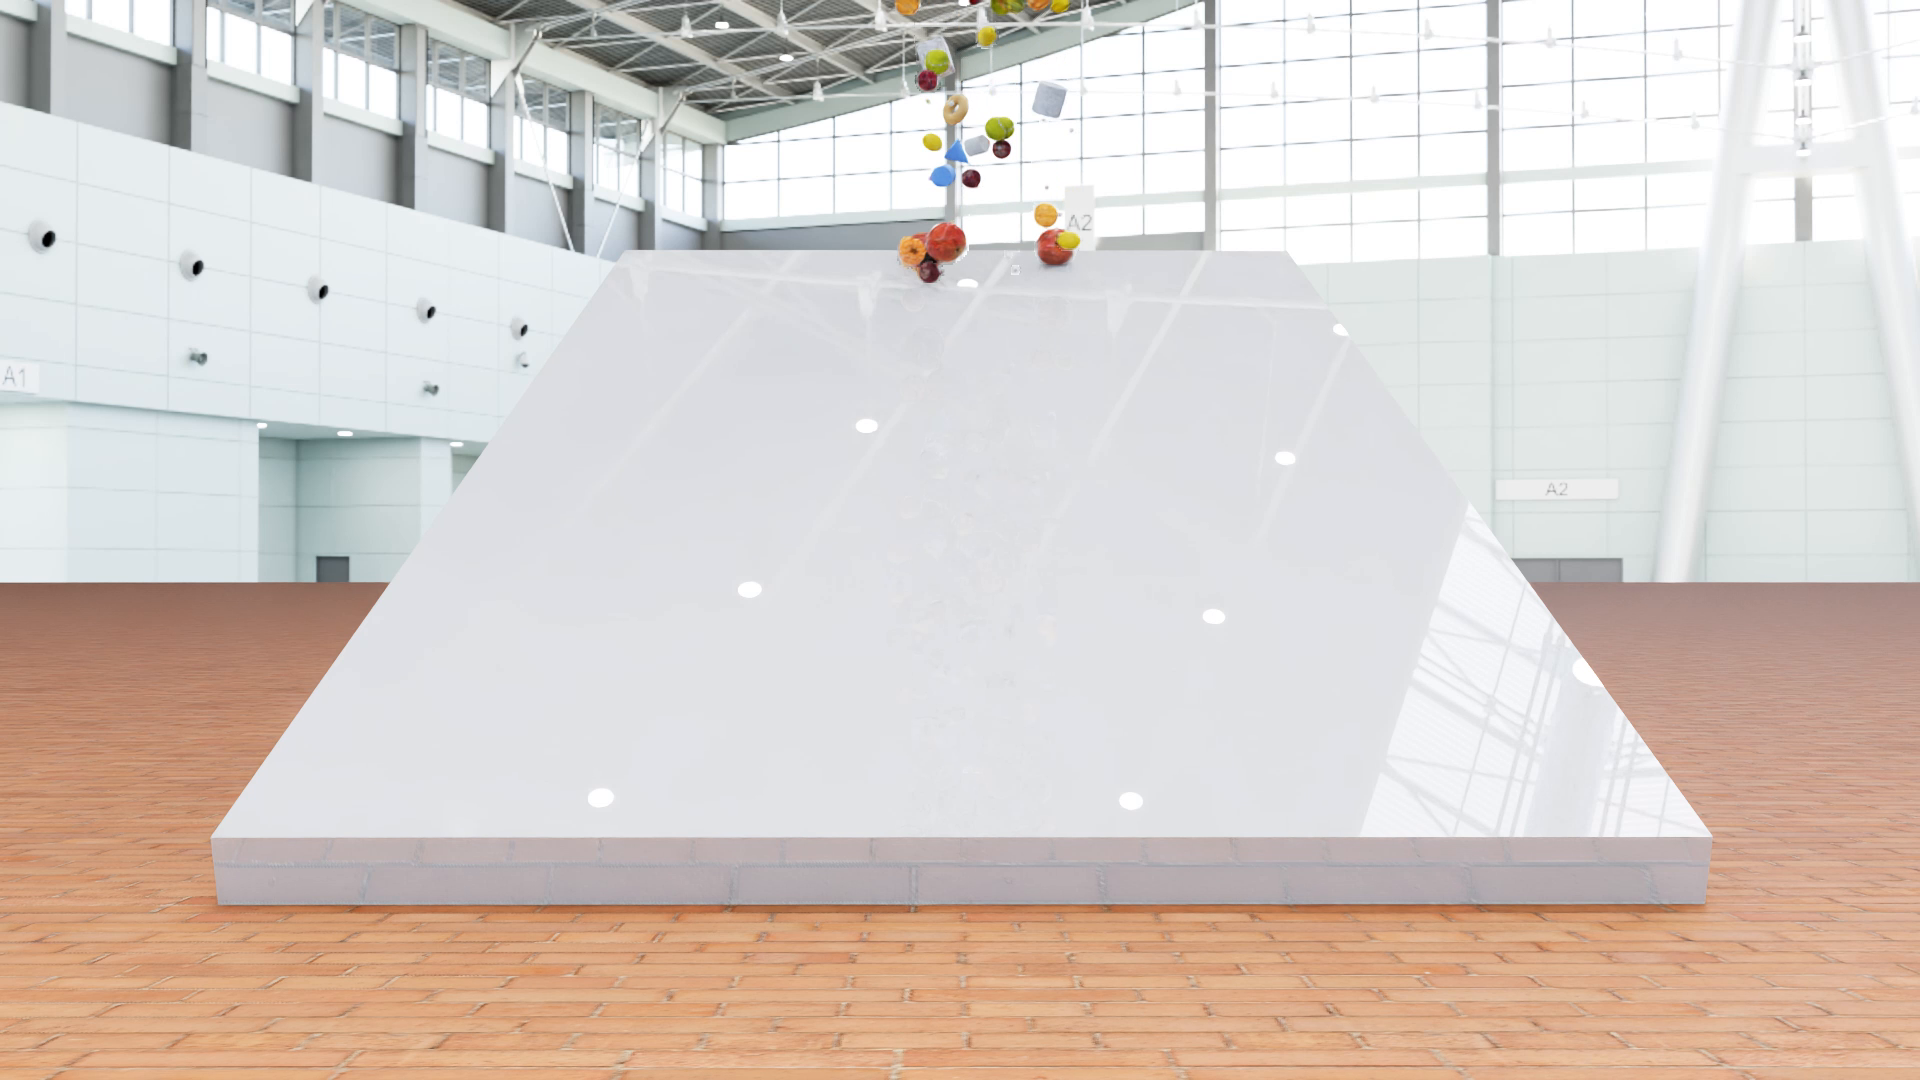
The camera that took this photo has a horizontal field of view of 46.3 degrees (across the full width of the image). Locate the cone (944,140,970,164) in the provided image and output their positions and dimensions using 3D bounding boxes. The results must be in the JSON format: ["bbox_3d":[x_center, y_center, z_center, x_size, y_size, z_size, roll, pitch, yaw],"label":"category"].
[{"bbox_3d":[0.001,-1.076,6.292,0.071,0.071,0.071,38,-8,-9],"label":"cone"}]

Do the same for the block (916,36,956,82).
[{"bbox_3d":[-0.070,-1.389,6.475,0.081,0.081,0.081,-18,-20,8],"label":"block"}]

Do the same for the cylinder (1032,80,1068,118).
[{"bbox_3d":[0.254,-1.250,6.373,0.085,0.085,0.085,14,20,-5],"label":"cylinder"}]

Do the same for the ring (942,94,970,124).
[{"bbox_3d":[-0.012,-1.272,6.628,0.095,0.095,0.032,-1,-16,44],"label":"ring"}]

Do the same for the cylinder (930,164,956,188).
[{"bbox_3d":[-0.047,-1.036,6.383,0.060,0.060,0.060,0,17,11],"label":"cylinder"}]

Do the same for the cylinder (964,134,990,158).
[{"bbox_3d":[0.047,-1.121,6.384,0.053,0.053,0.053,-11,-7,31],"label":"cylinder"}]

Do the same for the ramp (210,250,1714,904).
[{"bbox_3d":[-0.004,-0.192,4.900,2.000,0.100,4.000,0,19,0],"label":"ramp"}]
